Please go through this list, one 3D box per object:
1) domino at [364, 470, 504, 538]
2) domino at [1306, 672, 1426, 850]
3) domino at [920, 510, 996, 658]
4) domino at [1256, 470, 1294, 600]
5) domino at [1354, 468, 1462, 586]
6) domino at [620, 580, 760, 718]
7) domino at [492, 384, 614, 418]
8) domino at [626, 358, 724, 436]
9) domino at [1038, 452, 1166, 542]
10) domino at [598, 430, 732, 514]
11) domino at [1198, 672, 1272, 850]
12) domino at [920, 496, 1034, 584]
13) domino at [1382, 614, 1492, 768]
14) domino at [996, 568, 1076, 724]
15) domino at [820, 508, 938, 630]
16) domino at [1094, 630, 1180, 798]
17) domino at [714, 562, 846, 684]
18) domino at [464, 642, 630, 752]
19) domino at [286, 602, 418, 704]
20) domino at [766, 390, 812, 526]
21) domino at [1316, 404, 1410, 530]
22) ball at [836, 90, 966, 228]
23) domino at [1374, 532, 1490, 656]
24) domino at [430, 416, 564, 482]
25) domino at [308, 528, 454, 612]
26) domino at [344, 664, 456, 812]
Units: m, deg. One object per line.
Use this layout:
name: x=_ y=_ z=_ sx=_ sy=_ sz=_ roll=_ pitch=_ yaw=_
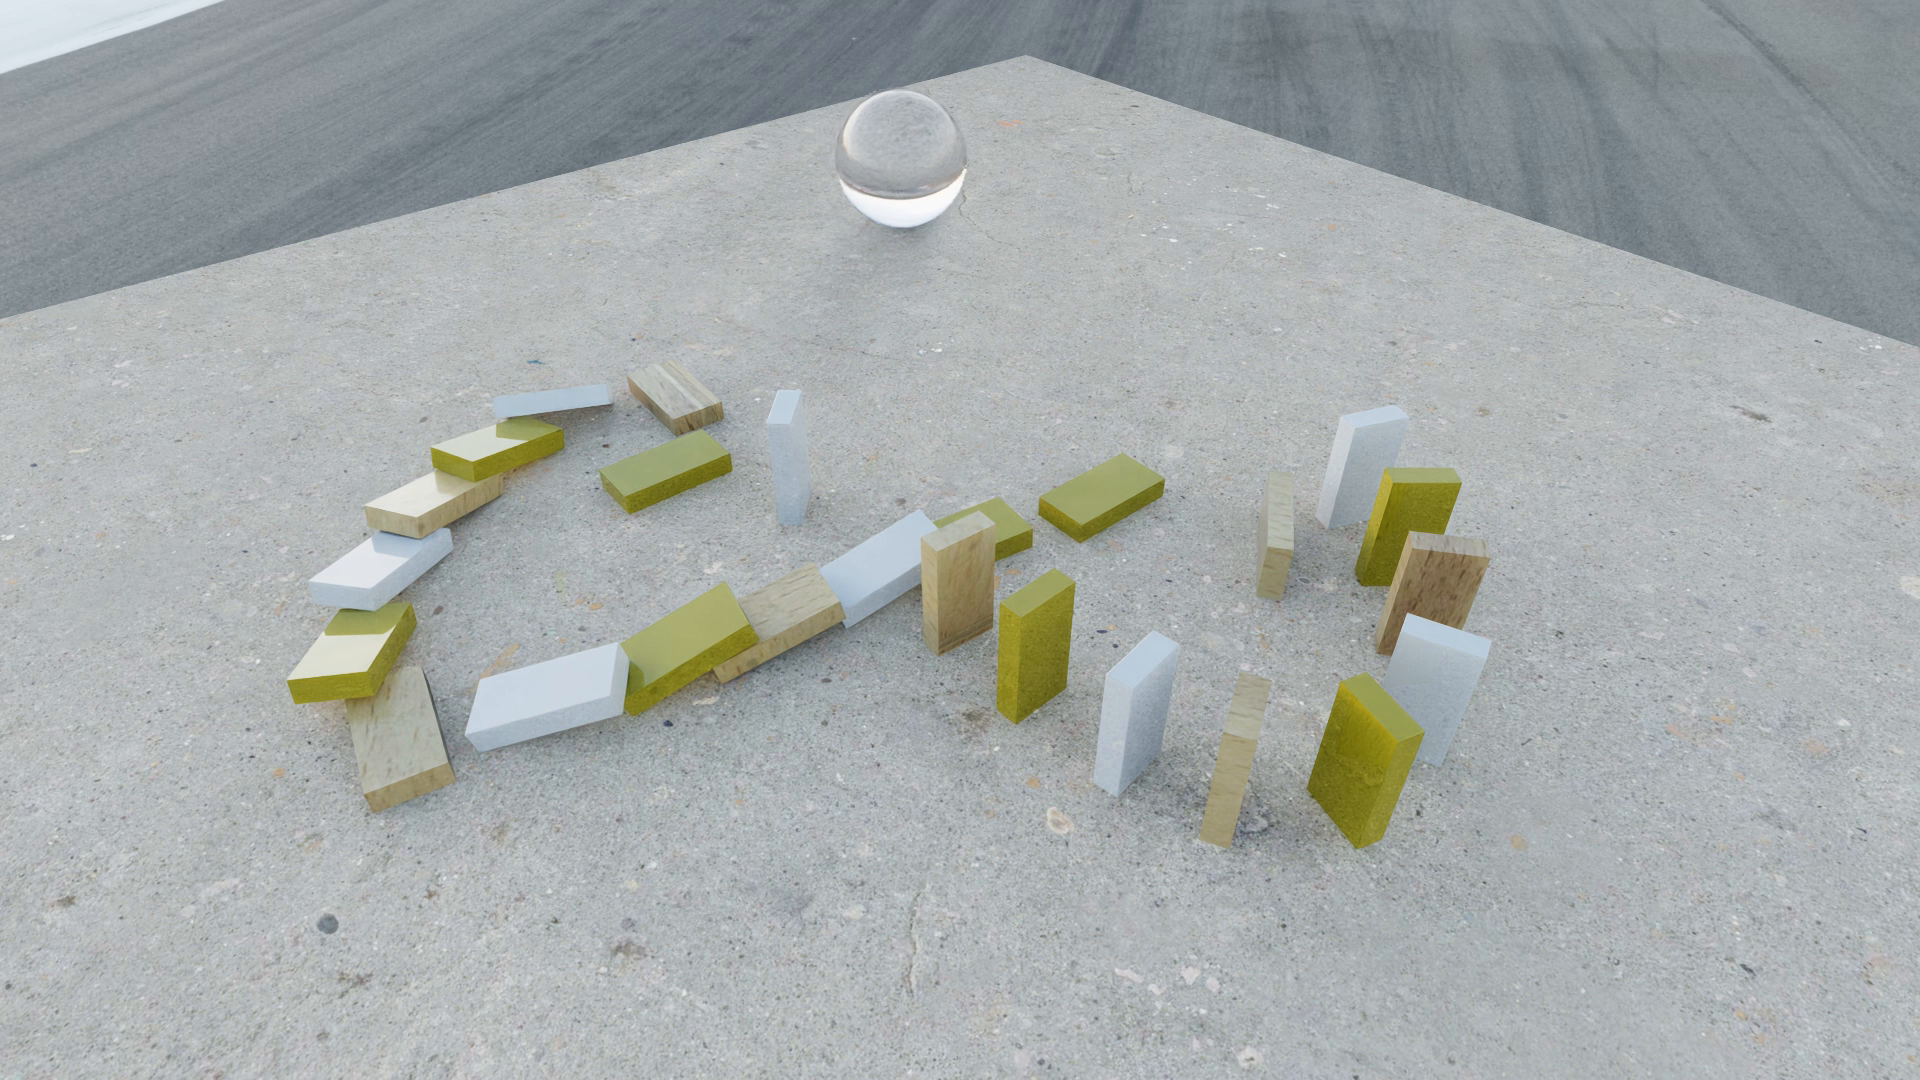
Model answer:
domino: x=-0.216 y=-0.017 z=0.455 sx=0.025 sy=0.009 sz=0.050 roll=12 pitch=27 yaw=14
domino: x=0.121 y=0.067 z=0.330 sx=0.009 sy=0.050 sz=0.025 roll=-15 pitch=42 yaw=-18
domino: x=-0.001 y=0.016 z=0.392 sx=0.025 sy=0.050 sz=0.009 roll=-25 pitch=46 yaw=-27
domino: x=0.125 y=-0.003 z=0.434 sx=0.009 sy=0.025 sz=0.050 roll=8 pitch=40 yaw=10
domino: x=0.169 y=-0.004 z=0.417 sx=0.025 sy=0.050 sz=0.009 roll=0 pitch=39 yaw=0
domino: x=-0.098 y=0.038 z=0.386 sx=0.050 sy=0.010 sz=0.025 roll=-32 pitch=47 yaw=-9
domino: x=-0.189 y=-0.065 z=0.514 sx=0.050 sy=0.010 sz=0.025 roll=-9 pitch=10 yaw=-11
domino: x=-0.137 y=-0.069 z=0.528 sx=0.025 sy=0.010 sz=0.050 roll=-26 pitch=46 yaw=-28
domino: x=0.060 y=-0.018 z=0.466 sx=0.050 sy=0.009 sz=0.025 roll=-28 pitch=47 yaw=-30
domino: x=-0.128 y=-0.031 z=0.481 sx=0.050 sy=0.010 sz=0.025 roll=-27 pitch=47 yaw=-29
domino: x=0.082 y=0.067 z=0.330 sx=0.009 sy=0.050 sz=0.025 roll=14 pitch=41 yaw=16
domino: x=0.002 y=0.001 z=0.443 sx=0.050 sy=0.009 sz=0.025 roll=-22 pitch=44 yaw=-24
domino: x=0.149 y=0.049 z=0.352 sx=0.025 sy=0.050 sz=0.009 roll=20 pitch=43 yaw=22
domino: x=0.025 y=0.036 z=0.368 sx=0.025 sy=0.050 sz=0.009 roll=-30 pitch=48 yaw=-32
domino: x=-0.029 y=0.011 z=0.421 sx=0.050 sy=0.009 sz=0.025 roll=-32 pitch=47 yaw=-13
domino: x=0.055 y=0.055 z=0.344 sx=0.009 sy=0.050 sz=0.025 roll=29 pitch=47 yaw=31
domino: x=-0.070 y=0.030 z=0.400 sx=0.050 sy=0.009 sz=0.025 roll=-28 pitch=46 yaw=-14
domino: x=-0.138 y=0.053 z=0.370 sx=0.050 sy=0.010 sz=0.025 roll=-15 pitch=40 yaw=3
domino: x=-0.212 y=0.039 z=0.386 sx=0.025 sy=0.009 sz=0.050 roll=-6 pitch=25 yaw=-7
domino: x=-0.070 y=-0.034 z=0.452 sx=0.009 sy=0.050 sz=0.025 roll=2 pitch=39 yaw=3
domino: x=0.163 y=-0.029 z=0.447 sx=0.025 sy=0.050 sz=0.010 roll=-12 pitch=41 yaw=-14
ball: x=-0.036 y=-0.232 z=0.671 sx=0.080 sy=0.080 sz=0.080 roll=0 pitch=39 yaw=0
domino: x=0.165 y=0.021 z=0.386 sx=0.025 sy=0.050 sz=0.009 roll=7 pitch=40 yaw=9
domino: x=-0.202 y=-0.041 z=0.484 sx=0.025 sy=0.009 sz=0.050 roll=18 pitch=29 yaw=22
domino: x=-0.222 y=0.009 z=0.424 sx=0.025 sy=0.010 sz=0.050 roll=6 pitch=28 yaw=8
domino: x=-0.186 y=0.065 z=0.365 sx=0.025 sy=0.010 sz=0.050 roll=-20 pitch=43 yaw=-23
